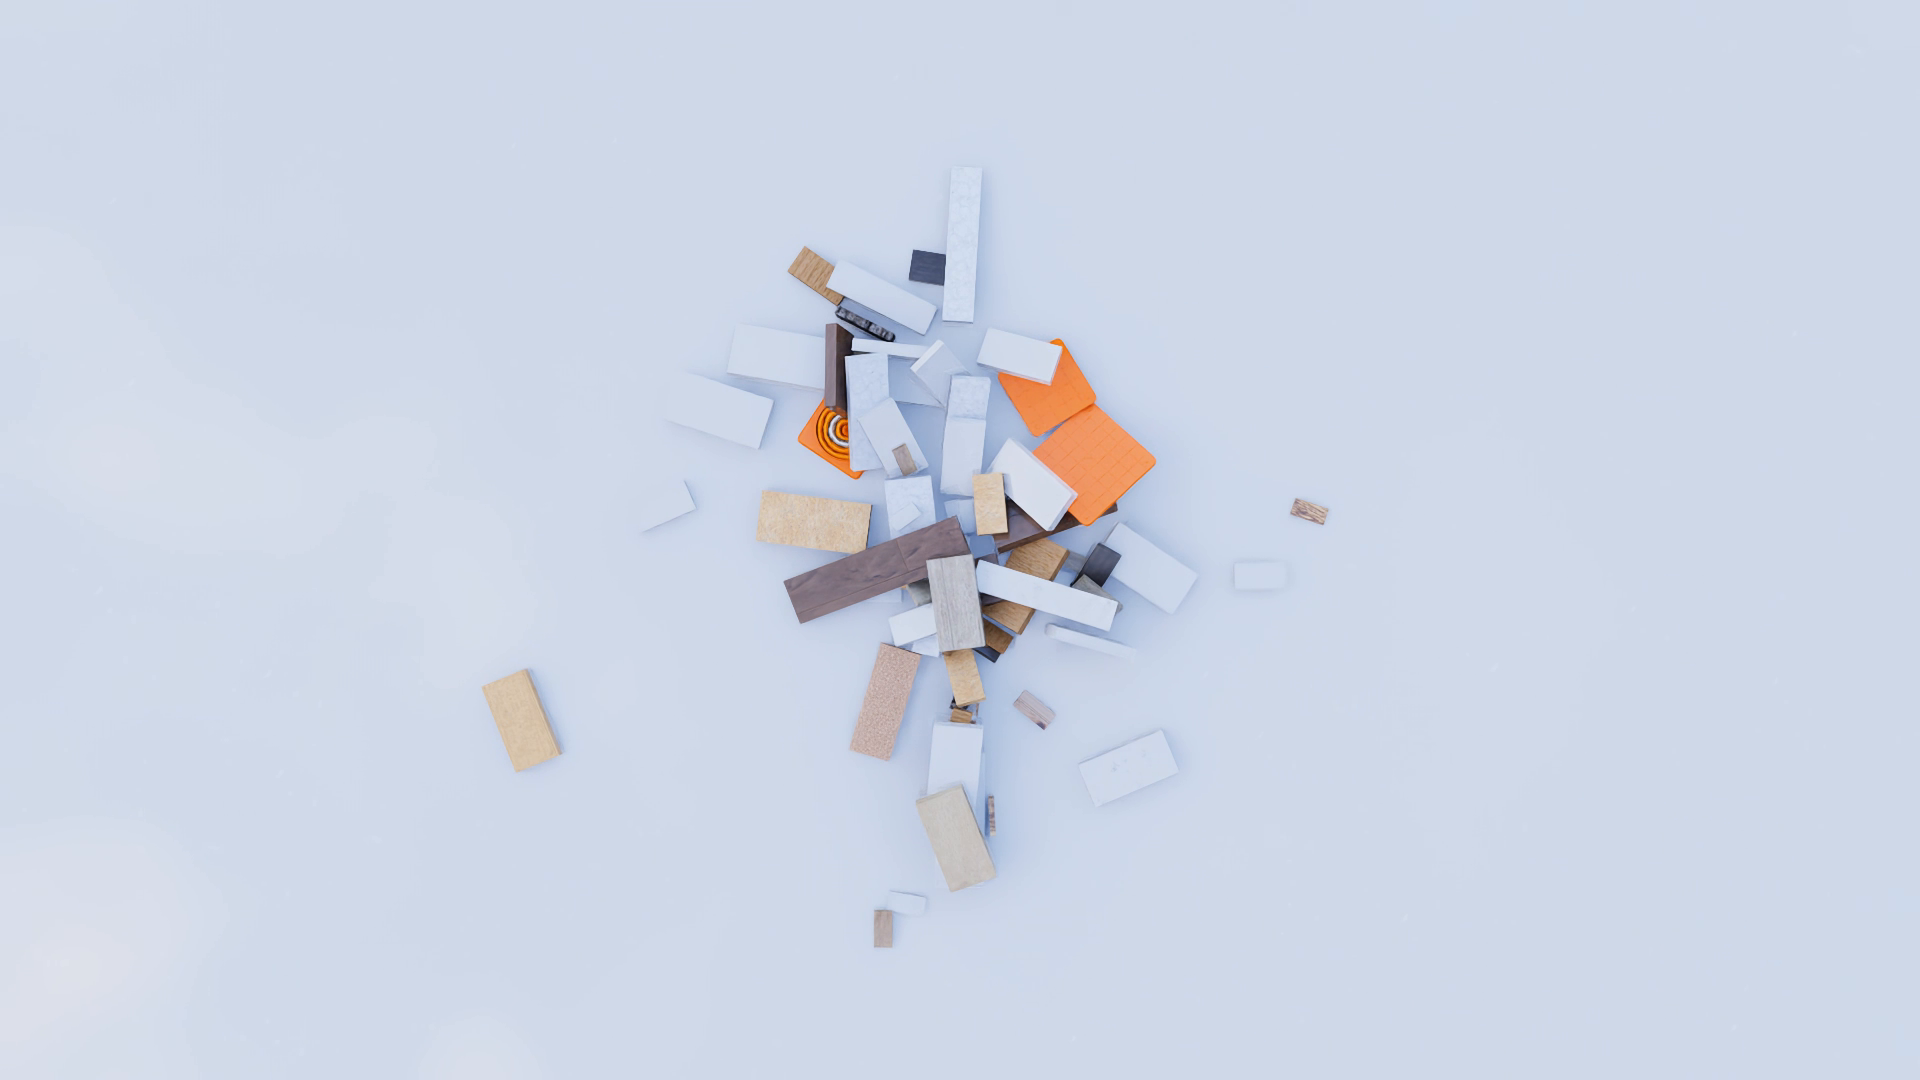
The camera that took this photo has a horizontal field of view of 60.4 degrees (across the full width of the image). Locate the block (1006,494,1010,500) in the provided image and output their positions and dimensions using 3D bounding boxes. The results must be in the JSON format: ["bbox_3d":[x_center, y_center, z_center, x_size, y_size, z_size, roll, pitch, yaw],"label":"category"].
[{"bbox_3d":[0.134,-0.150,5.493,0.261,0.013,0.046,-31,90,0],"label":"block"}]

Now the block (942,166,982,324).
[{"bbox_3d":[0.008,-0.977,5.461,0.101,0.029,0.520,3,85,-1],"label":"block"}]

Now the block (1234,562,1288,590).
[{"bbox_3d":[0.999,0.118,5.488,0.173,0.024,0.086,-2,90,0],"label":"block"}]

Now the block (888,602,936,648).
[{"bbox_3d":[-0.132,0.275,5.443,0.198,0.028,0.099,-21,75,19],"label":"block"}]

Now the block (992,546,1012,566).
[{"bbox_3d":[0.133,0.053,5.485,0.057,0.016,0.113,25,83,-2],"label":"block"}]

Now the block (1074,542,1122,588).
[{"bbox_3d":[0.451,0.099,5.432,0.086,0.024,0.173,29,118,-1],"label":"block"}]

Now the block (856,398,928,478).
[{"bbox_3d":[-0.221,-0.323,5.414,0.132,0.037,0.264,-32,118,-6],"label":"block"}]

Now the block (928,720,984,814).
[{"bbox_3d":[-0.019,0.760,5.401,0.162,0.046,0.324,5,101,0],"label":"block"}]

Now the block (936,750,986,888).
[{"bbox_3d":[0.001,0.927,5.477,0.162,0.046,0.448,0,90,0],"label":"block"}]

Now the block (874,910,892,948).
[{"bbox_3d":[-0.255,1.292,5.482,0.062,0.017,0.123,0,98,1],"label":"block"}]

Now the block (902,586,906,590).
[{"bbox_3d":[-0.165,0.114,5.450,0.050,0.014,0.100,7,101,4],"label":"block"}]

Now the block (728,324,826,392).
[{"bbox_3d":[-0.587,-0.603,5.464,0.338,0.048,0.169,10,82,0],"label":"block"}]

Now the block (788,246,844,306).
[{"bbox_3d":[-0.461,-0.877,5.486,0.203,0.029,0.101,35,90,0],"label":"block"}]

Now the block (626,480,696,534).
[{"bbox_3d":[-0.990,-0.110,5.485,0.205,0.029,0.103,-23,90,0],"label":"block"}]

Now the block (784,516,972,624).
[{"bbox_3d":[-0.270,0.098,5.427,0.614,0.044,0.154,-21,94,9],"label":"block"}]

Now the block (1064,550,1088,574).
[{"bbox_3d":[0.399,0.080,5.492,0.115,0.016,0.058,26,90,0],"label":"block"}]

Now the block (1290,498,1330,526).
[{"bbox_3d":[1.163,-0.094,5.492,0.115,0.016,0.058,19,90,0],"label":"block"}]

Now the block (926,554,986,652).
[{"bbox_3d":[-0.011,0.203,5.357,0.150,0.043,0.301,-8,92,8],"label":"block"}]

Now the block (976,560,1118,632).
[{"bbox_3d":[0.273,0.181,5.362,0.471,0.028,0.099,17,84,6],"label":"block"}]

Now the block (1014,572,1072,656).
[{"bbox_3d":[0.276,0.234,5.480,0.139,0.039,0.278,12,90,0],"label":"block"}]

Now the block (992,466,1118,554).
[{"bbox_3d":[0.297,-0.100,5.441,0.416,0.045,0.159,-20,61,0],"label":"block"}]

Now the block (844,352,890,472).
[{"bbox_3d":[-0.299,-0.418,5.391,0.132,0.037,0.381,-9,113,-19],"label":"block"}]

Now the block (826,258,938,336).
[{"bbox_3d":[-0.259,-0.805,5.467,0.360,0.029,0.103,26,90,-6],"label":"block"}]

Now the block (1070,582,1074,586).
[{"bbox_3d":[0.388,0.201,5.492,0.057,0.016,0.113,7,90,0],"label":"block"}]

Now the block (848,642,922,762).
[{"bbox_3d":[-0.248,0.538,5.480,0.139,0.039,0.369,17,90,0],"label":"block"}]

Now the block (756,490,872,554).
[{"bbox_3d":[-0.484,-0.057,5.476,0.364,0.048,0.169,8,90,0],"label":"block"}]

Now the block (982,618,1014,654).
[{"bbox_3d":[0.105,0.316,5.476,0.133,0.019,0.067,33,61,0],"label":"block"}]

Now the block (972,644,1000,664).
[{"bbox_3d":[0.077,0.345,5.476,0.133,0.019,0.067,33,61,0],"label":"block"}]

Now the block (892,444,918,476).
[{"bbox_3d":[-0.182,-0.263,5.424,0.050,0.014,0.100,-28,118,-8],"label":"block"}]

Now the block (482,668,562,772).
[{"bbox_3d":[-1.456,0.599,5.478,0.154,0.044,0.308,-22,90,0],"label":"block"}]

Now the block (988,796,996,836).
[{"bbox_3d":[0.107,0.916,5.469,0.017,0.062,0.123,-3,90,0],"label":"block"}]

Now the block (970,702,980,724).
[{"bbox_3d":[0.021,0.597,5.460,0.065,0.018,0.131,9,63,4],"label":"block"}]

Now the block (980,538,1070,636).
[{"bbox_3d":[0.211,0.136,5.430,0.159,0.045,0.318,29,86,22],"label":"block"}]

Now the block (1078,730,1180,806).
[{"bbox_3d":[0.558,0.757,5.479,0.301,0.043,0.150,-23,90,0],"label":"block"}]
